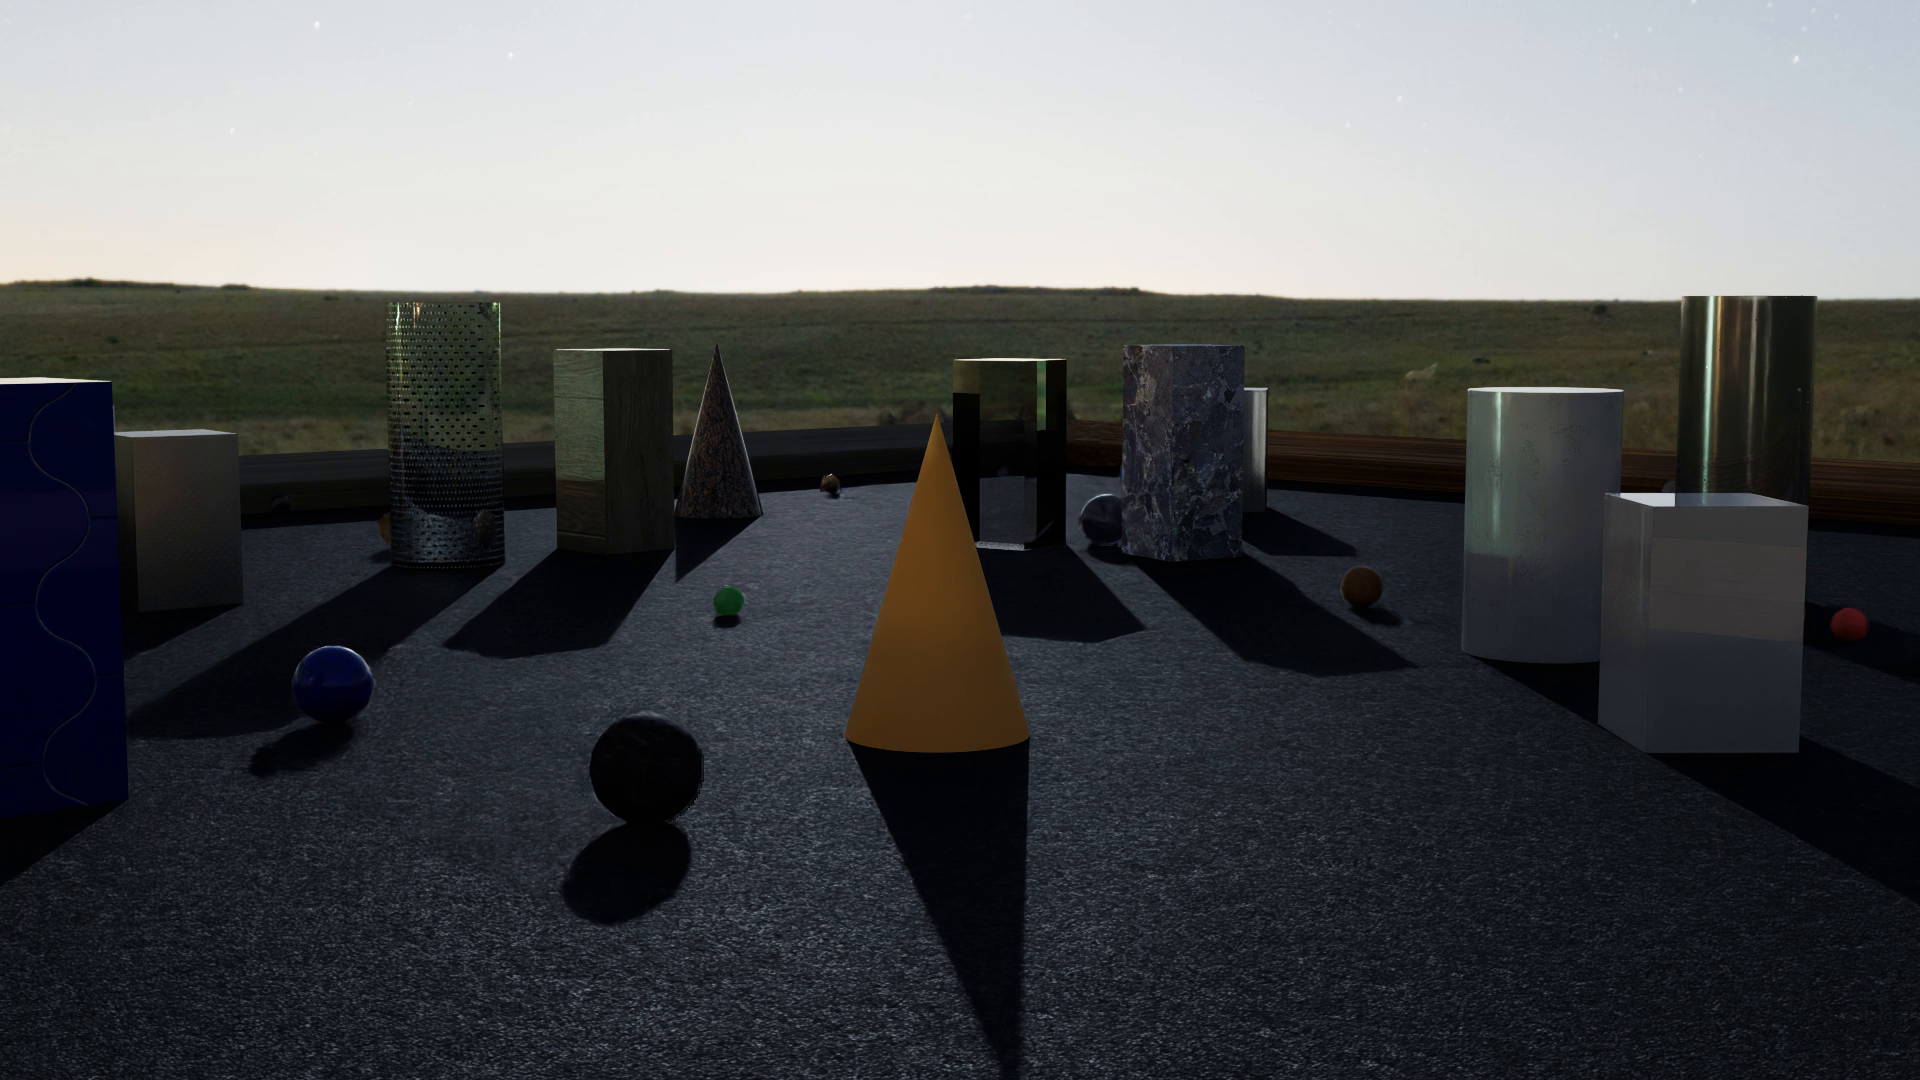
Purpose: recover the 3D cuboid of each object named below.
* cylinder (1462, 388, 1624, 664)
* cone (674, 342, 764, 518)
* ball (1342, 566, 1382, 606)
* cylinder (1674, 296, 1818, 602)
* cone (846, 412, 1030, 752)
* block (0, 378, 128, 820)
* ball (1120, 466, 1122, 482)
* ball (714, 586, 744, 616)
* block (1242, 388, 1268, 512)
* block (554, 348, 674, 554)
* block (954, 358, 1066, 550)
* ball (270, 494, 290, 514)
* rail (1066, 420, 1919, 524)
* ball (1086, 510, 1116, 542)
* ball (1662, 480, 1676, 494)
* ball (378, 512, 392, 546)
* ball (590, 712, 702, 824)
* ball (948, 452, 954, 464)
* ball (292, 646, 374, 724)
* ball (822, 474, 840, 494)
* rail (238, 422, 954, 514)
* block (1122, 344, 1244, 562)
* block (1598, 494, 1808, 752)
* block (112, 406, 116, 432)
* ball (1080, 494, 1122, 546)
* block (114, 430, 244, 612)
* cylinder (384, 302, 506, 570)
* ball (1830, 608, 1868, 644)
[{"bbox_3d":[0.755,-0.024,2.853,0.195,0.341,0.195,0,6,0],"label":"cylinder"},{"bbox_3d":[-0.527,-0.243,4.783,0.195,0.375,0.195,0,6,0],"label":"cone"},{"bbox_3d":[0.604,0.070,3.304,0.062,0.062,0.062,0,6,0],"label":"ball"},{"bbox_3d":[1.199,-0.140,3.365,0.195,0.465,0.195,0,6,0],"label":"cylinder"},{"bbox_3d":[-0.024,0.036,2.298,0.195,0.339,0.195,0,6,0],"label":"cone"},{"bbox_3d":[-0.869,0.047,1.988,0.156,0.380,0.156,-6,8,-44],"label":"block"},{"bbox_3d":[0.434,-0.159,5.317,0.097,0.097,0.097,0,6,0],"label":"ball"},{"bbox_3d":[-0.338,0.089,3.212,0.042,0.042,0.042,0,6,0],"label":"ball"},{"bbox_3d":[0.607,-0.203,4.917,0.156,0.269,0.156,1,6,10],"label":"block"},{"bbox_3d":[-0.644,-0.169,4.096,0.156,0.371,0.156,-6,8,-44],"label":"block"},{"bbox_3d":[0.095,-0.166,4.164,0.156,0.351,0.156,4,7,32],"label":"block"},{"bbox_3d":[-1.485,-0.078,4.809,0.042,0.042,0.042,0,6,0],"label":"ball"},{"bbox_3d":[1.668,-0.127,4.863,0.045,0.127,4.278,-5,8,-42],"label":"rail"},{"bbox_3d":[0.273,-0.027,4.240,0.059,0.059,0.059,0,6,0],"label":"ball"},{"bbox_3d":[1.590,-0.099,4.874,0.069,0.069,0.069,0,6,0],"label":"ball"},{"bbox_3d":[-1.049,-0.022,4.115,0.075,0.075,0.075,0,6,0],"label":"ball"},{"bbox_3d":[-0.273,0.198,1.909,0.097,0.097,0.097,0,6,0],"label":"ball"},{"bbox_3d":[-0.045,-0.221,6.114,0.054,0.054,0.054,0,6,0],"label":"ball"},{"bbox_3d":[-0.677,0.156,2.373,0.084,0.084,0.084,0,6,0],"label":"ball"},{"bbox_3d":[-0.314,-0.136,5.337,0.046,0.046,0.046,0,6,0],"label":"ball"},{"bbox_3d":[-1.435,-0.129,4.878,4.586,0.127,0.045,-5,8,-42],"label":"rail"},{"bbox_3d":[0.403,-0.162,3.985,0.156,0.381,0.156,-3,7,-29],"label":"block"},{"bbox_3d":[0.767,0.082,2.282,0.156,0.249,0.156,0,6,-1],"label":"block"},{"bbox_3d":[-1.482,-0.077,3.648,0.156,0.282,0.156,-2,6,-20],"label":"block"},{"bbox_3d":[0.276,-0.038,4.160,0.098,0.098,0.098,0,6,0],"label":"ball"},{"bbox_3d":[-1.198,-0.033,3.342,0.156,0.258,0.156,-5,8,-37],"label":"block"},{"bbox_3d":[-0.896,-0.184,3.832,0.195,0.456,0.195,0,6,0],"label":"cylinder"},{"bbox_3d":[1.191,0.115,2.945,0.047,0.047,0.047,0,6,0],"label":"ball"}]
